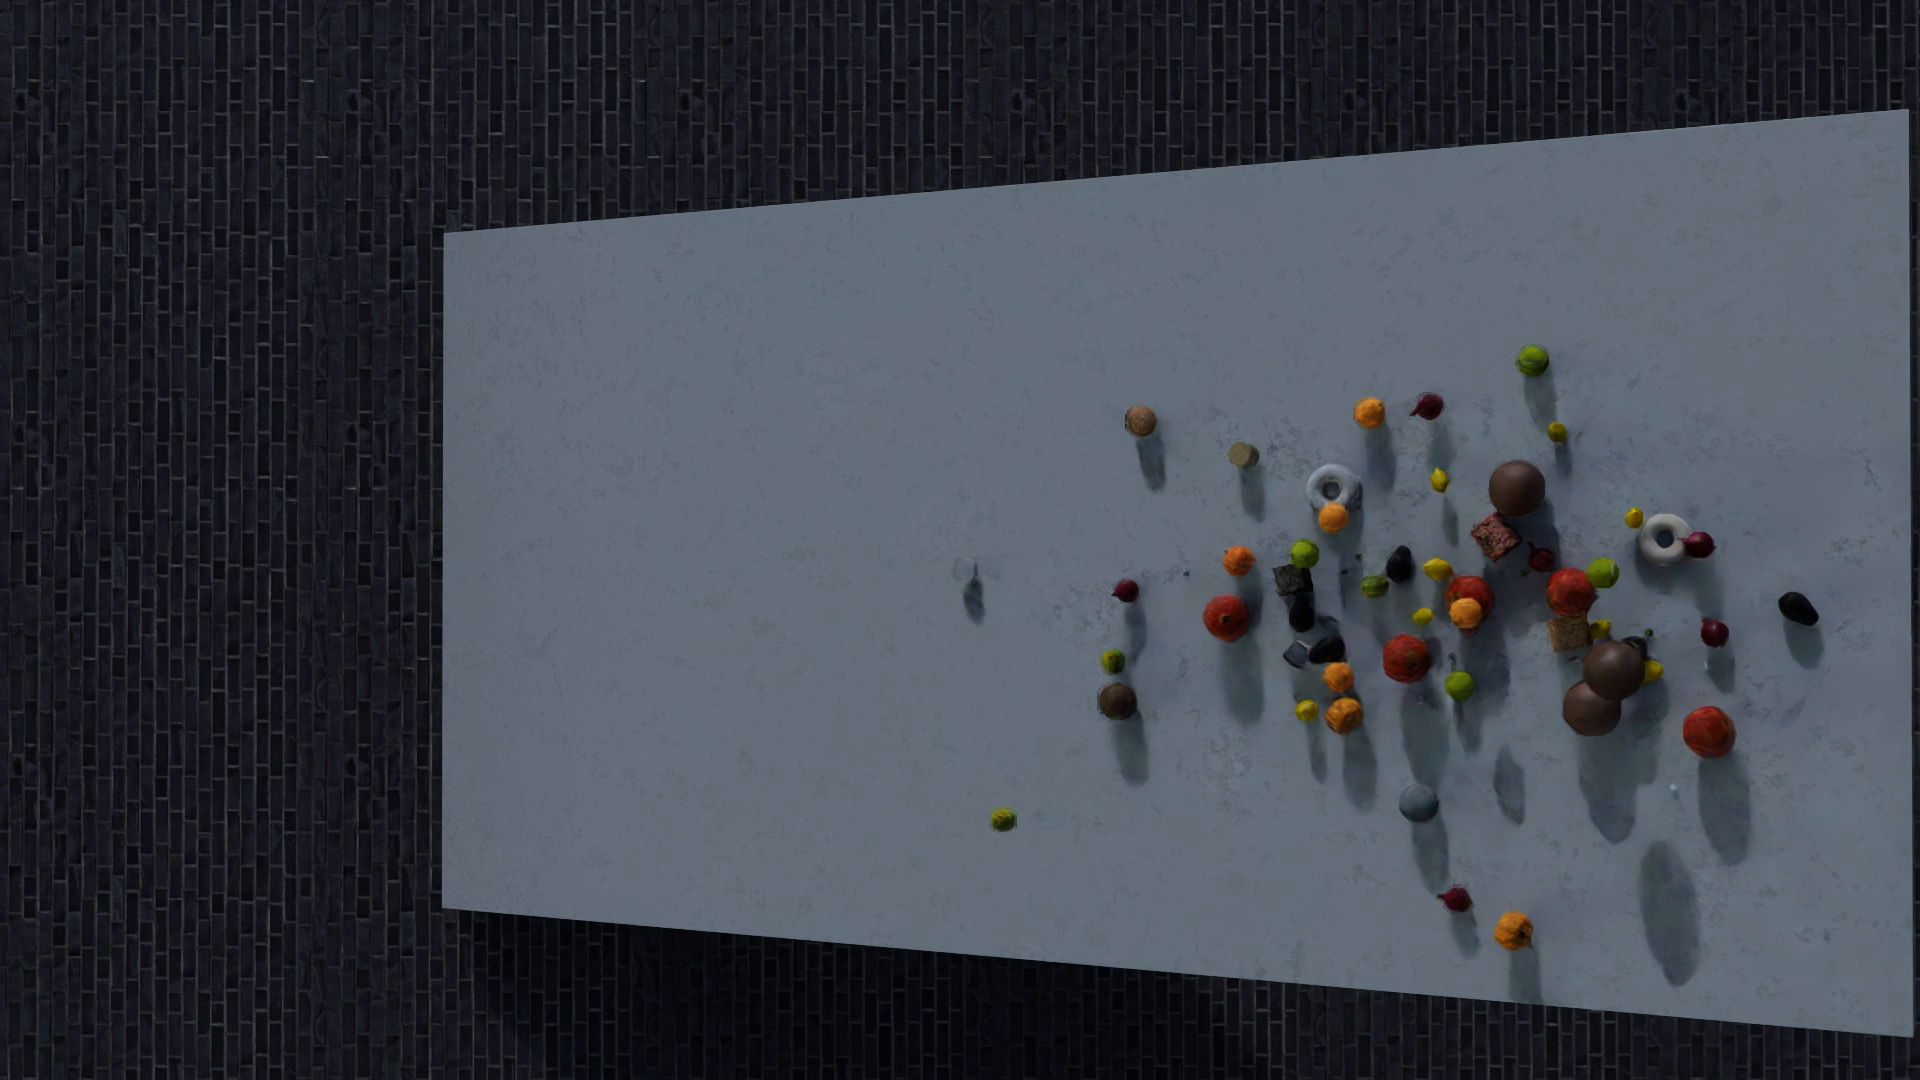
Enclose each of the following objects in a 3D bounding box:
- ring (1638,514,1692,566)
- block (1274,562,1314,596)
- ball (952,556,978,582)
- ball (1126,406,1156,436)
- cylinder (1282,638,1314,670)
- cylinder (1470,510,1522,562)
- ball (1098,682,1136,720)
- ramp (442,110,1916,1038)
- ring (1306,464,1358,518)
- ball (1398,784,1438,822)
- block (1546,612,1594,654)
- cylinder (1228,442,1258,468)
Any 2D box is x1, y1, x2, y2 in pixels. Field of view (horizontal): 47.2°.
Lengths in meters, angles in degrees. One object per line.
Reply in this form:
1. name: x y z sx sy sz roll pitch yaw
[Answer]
1. ring: 1.586 -0.001 4.944 0.118 0.039 0.118 0 89 28
2. block: 0.805 0.095 5.315 0.068 0.068 0.068 -13 84 26
3. ball: 0.013 0.075 5.712 0.065 0.065 0.065 0 89 0
4. ball: 0.454 -0.296 5.491 0.074 0.074 0.074 0 89 0
5. cylinder: 0.817 0.274 5.315 0.054 0.054 0.054 38 107 0
6. cylinder: 1.241 -0.008 5.087 0.085 0.085 0.085 -38 90 0
7. ball: 0.395 0.405 5.501 0.095 0.095 0.095 0 89 0
8. ramp: 0.280 0.080 5.671 4.000 0.100 2.000 0 89 26
9. ring: 0.895 -0.117 5.287 0.131 0.044 0.131 -1 88 28
10. ball: 1.076 0.618 5.162 0.091 0.091 0.091 0 89 0
11. block: 1.392 0.212 5.017 0.076 0.076 0.076 -16 83 25
12. cylinder: 0.693 -0.208 5.378 0.059 0.059 0.059 -2 86 28
